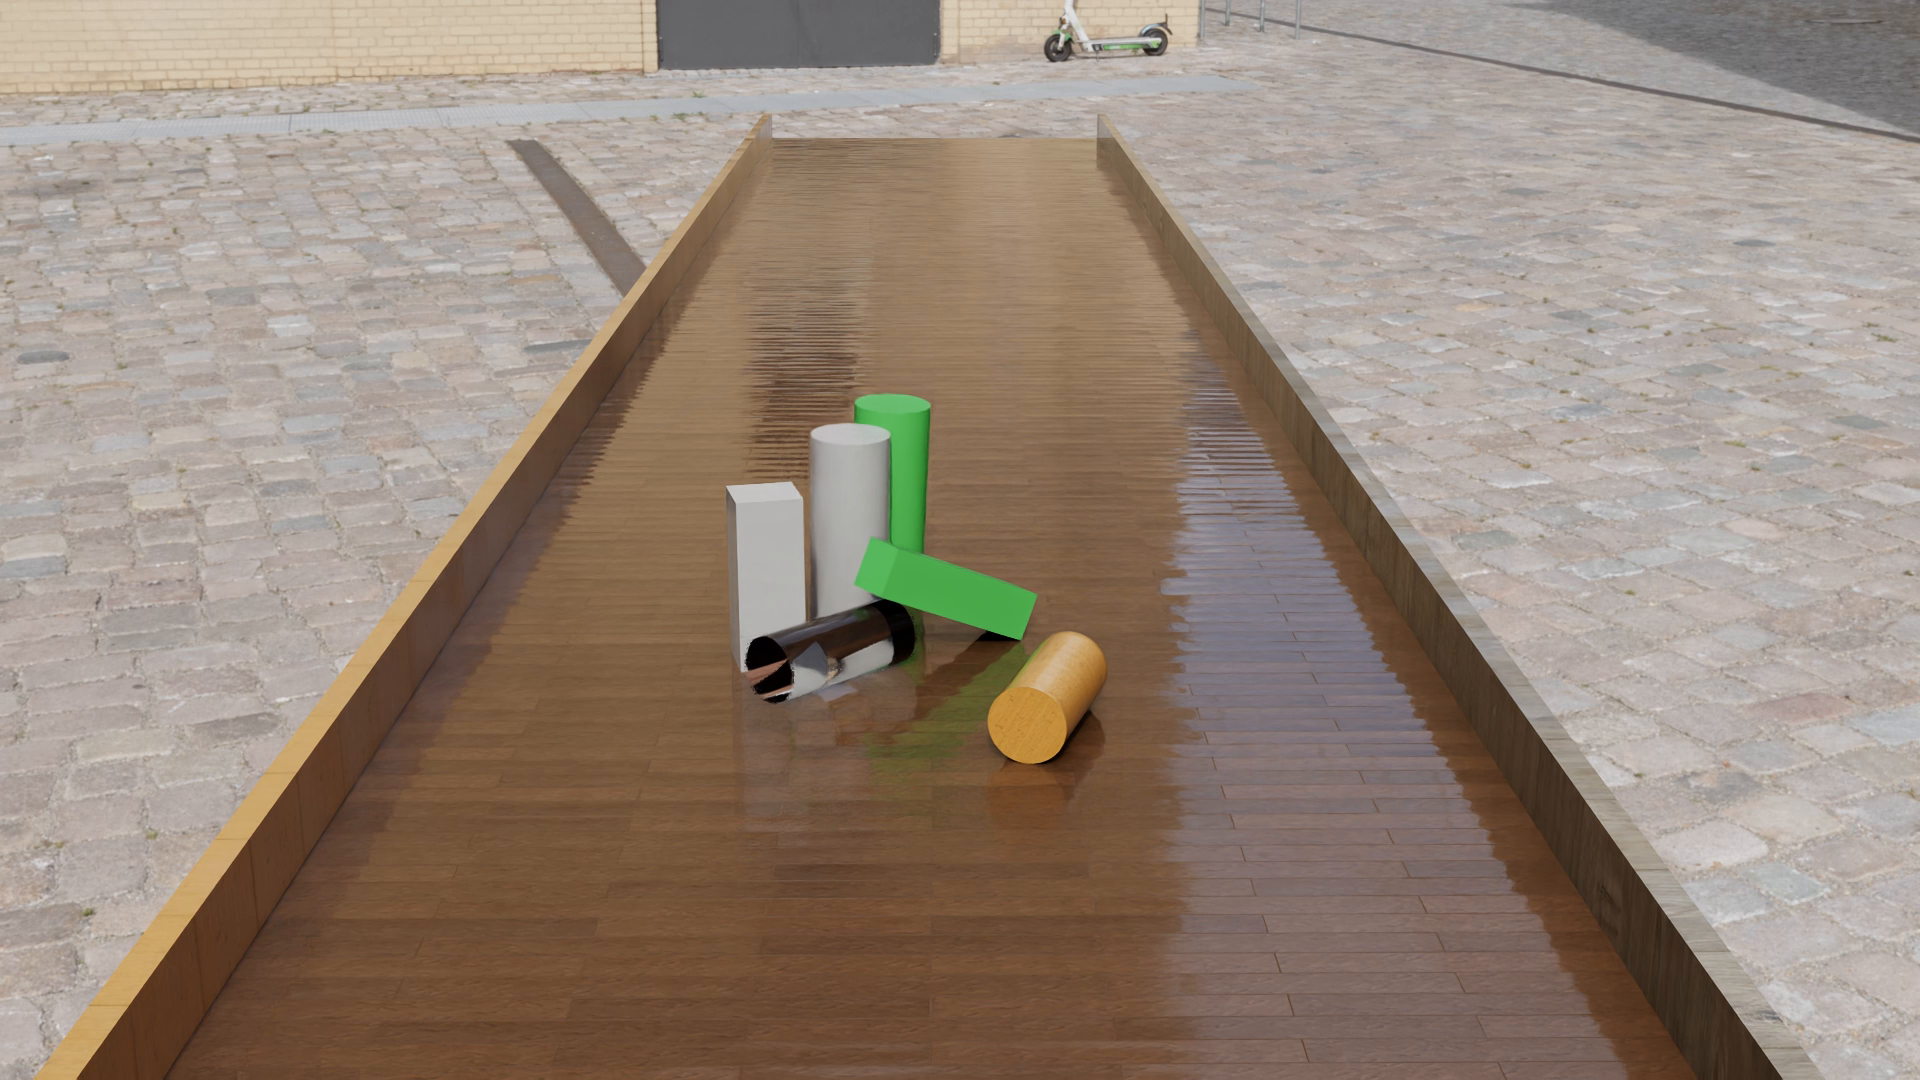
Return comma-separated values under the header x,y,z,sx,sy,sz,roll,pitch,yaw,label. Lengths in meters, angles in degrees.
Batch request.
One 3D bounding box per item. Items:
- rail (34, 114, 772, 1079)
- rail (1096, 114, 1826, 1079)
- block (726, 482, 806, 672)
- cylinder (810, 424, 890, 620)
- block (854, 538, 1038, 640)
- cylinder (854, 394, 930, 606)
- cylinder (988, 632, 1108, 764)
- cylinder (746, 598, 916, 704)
x,y,z,sx,sy,sz,roll,pitch,yaw,label
-1.118,-0.838,7.780,0.050,0.150,12.000,0,17,-1,rail
0.932,-0.844,7.801,0.050,0.150,12.000,0,17,-1,rail
-0.385,0.072,4.375,0.132,0.347,0.132,-4,17,-14,block
-0.231,-0.030,4.613,0.166,0.401,0.166,1,18,0,cylinder
-0.026,0.100,4.453,0.374,0.101,0.101,19,2,-38,block
-0.154,-0.087,4.748,0.162,0.430,0.162,3,19,-1,cylinder
0.163,0.284,4.019,0.144,0.144,0.314,5,17,16,cylinder
-0.249,0.213,4.280,0.131,0.131,0.325,15,23,42,cylinder
